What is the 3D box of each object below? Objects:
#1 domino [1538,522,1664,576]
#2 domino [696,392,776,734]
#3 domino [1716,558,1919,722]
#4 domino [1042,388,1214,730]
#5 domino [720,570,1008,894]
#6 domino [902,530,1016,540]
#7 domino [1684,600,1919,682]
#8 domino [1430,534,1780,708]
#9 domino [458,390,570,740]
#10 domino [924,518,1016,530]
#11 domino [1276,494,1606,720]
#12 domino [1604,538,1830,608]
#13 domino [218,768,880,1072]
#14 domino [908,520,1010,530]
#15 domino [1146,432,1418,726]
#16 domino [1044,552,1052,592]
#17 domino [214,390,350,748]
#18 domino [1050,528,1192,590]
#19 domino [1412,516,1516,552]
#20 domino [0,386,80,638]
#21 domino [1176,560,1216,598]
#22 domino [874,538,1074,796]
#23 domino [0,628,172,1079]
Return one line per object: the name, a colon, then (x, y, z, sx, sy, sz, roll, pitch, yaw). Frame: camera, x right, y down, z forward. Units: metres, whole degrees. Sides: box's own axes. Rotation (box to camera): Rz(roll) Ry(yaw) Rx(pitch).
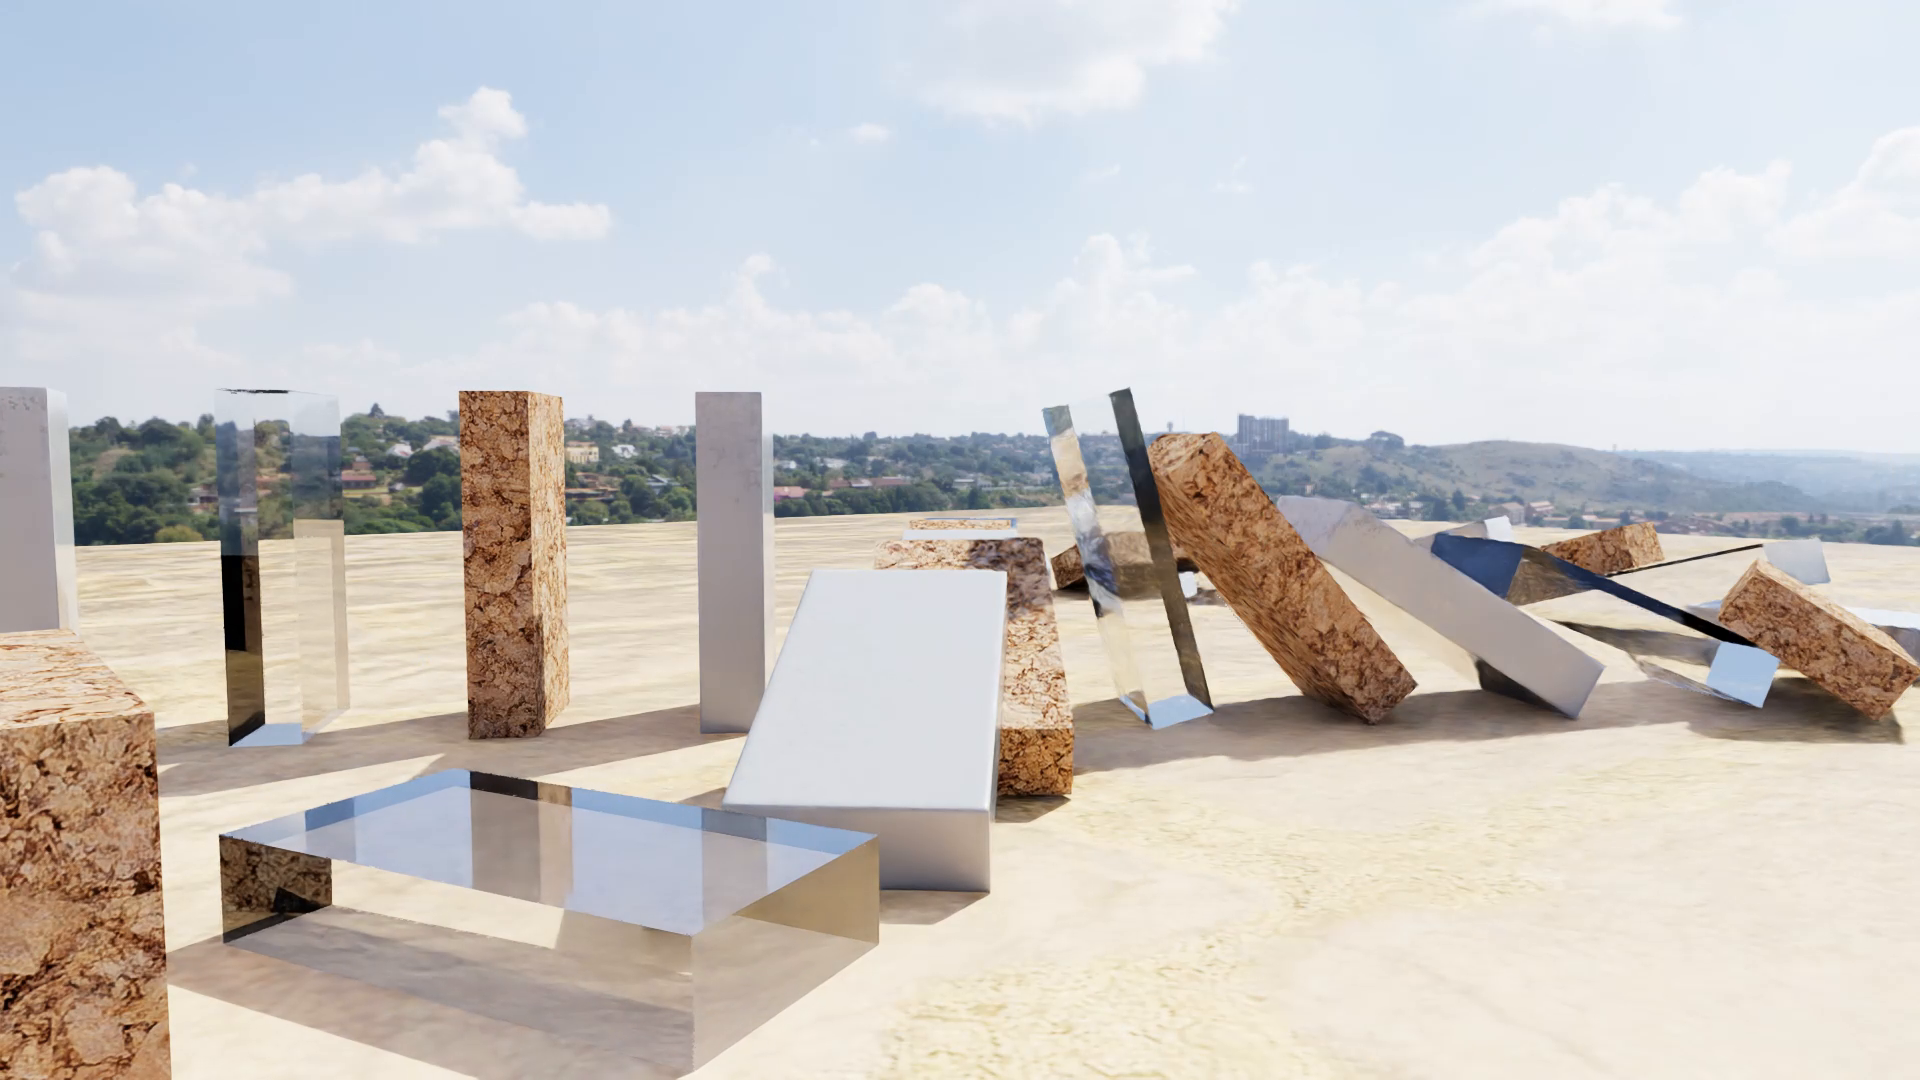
domino: (0.139, 0.007, 0.311, 0.050, 0.010, 0.025, -20, -10, 41)
domino: (-0.034, 0.003, 0.199, 0.009, 0.050, 0.025, 0, 4, -5)
domino: (0.142, 0.015, 0.214, 0.025, 0.010, 0.050, 39, 21, 25)
domino: (0.026, 0.002, 0.201, 0.009, 0.050, 0.025, -16, 6, -4)
domino: (-0.008, 0.019, 0.143, 0.025, 0.010, 0.050, 0, 25, 4)
domino: (-0.001, 0.011, 0.263, 0.025, 0.010, 0.050, 0, 21, 1)
domino: (0.173, 0.019, 0.250, 0.025, 0.009, 0.050, -3, 5, -34)
domino: (0.106, 0.013, 0.214, 0.050, 0.009, 0.025, 21, 0, -11)
domino: (-0.068, 0.003, 0.196, 0.009, 0.050, 0.025, 0, 4, -6)
domino: (0.002, 0.007, 0.328, 0.025, 0.009, 0.050, 0, 19, 2)
domino: (0.074, 0.010, 0.206, 0.050, 0.010, 0.025, 31, -1, -11)
domino: (0.157, 0.010, 0.281, 0.025, 0.010, 0.050, -3, -11, -34)
domino: (-0.035, 0.030, 0.109, 0.050, 0.009, 0.025, 2, 5, 27)
domino: (-0.001, 0.009, 0.296, 0.025, 0.010, 0.050, 0, 21, 2)
domino: (0.048, 0.005, 0.202, 0.009, 0.050, 0.025, -41, 9, -4)
domino: (0.013, 0.010, 0.366, 0.025, 0.009, 0.050, 0, 4, 2)
domino: (-0.100, 0.003, 0.192, 0.010, 0.050, 0.025, -1, 4, -11)
domino: (0.055, 0.005, 0.379, 0.050, 0.009, 0.025, -3, -18, -33)
domino: (0.115, 0.006, 0.334, 0.050, 0.009, 0.025, -18, -7, 35)
domino: (-0.132, 0.004, 0.181, 0.010, 0.050, 0.025, -2, 5, -30)
domino: (0.087, 0.004, 0.353, 0.050, 0.010, 0.025, -17, -3, 23)
domino: (0.000, 0.015, 0.173, 0.025, 0.010, 0.050, -1, 26, -1)
domino: (-0.072, 0.023, 0.101, 0.009, 0.025, 0.050, -4, 6, -40)
